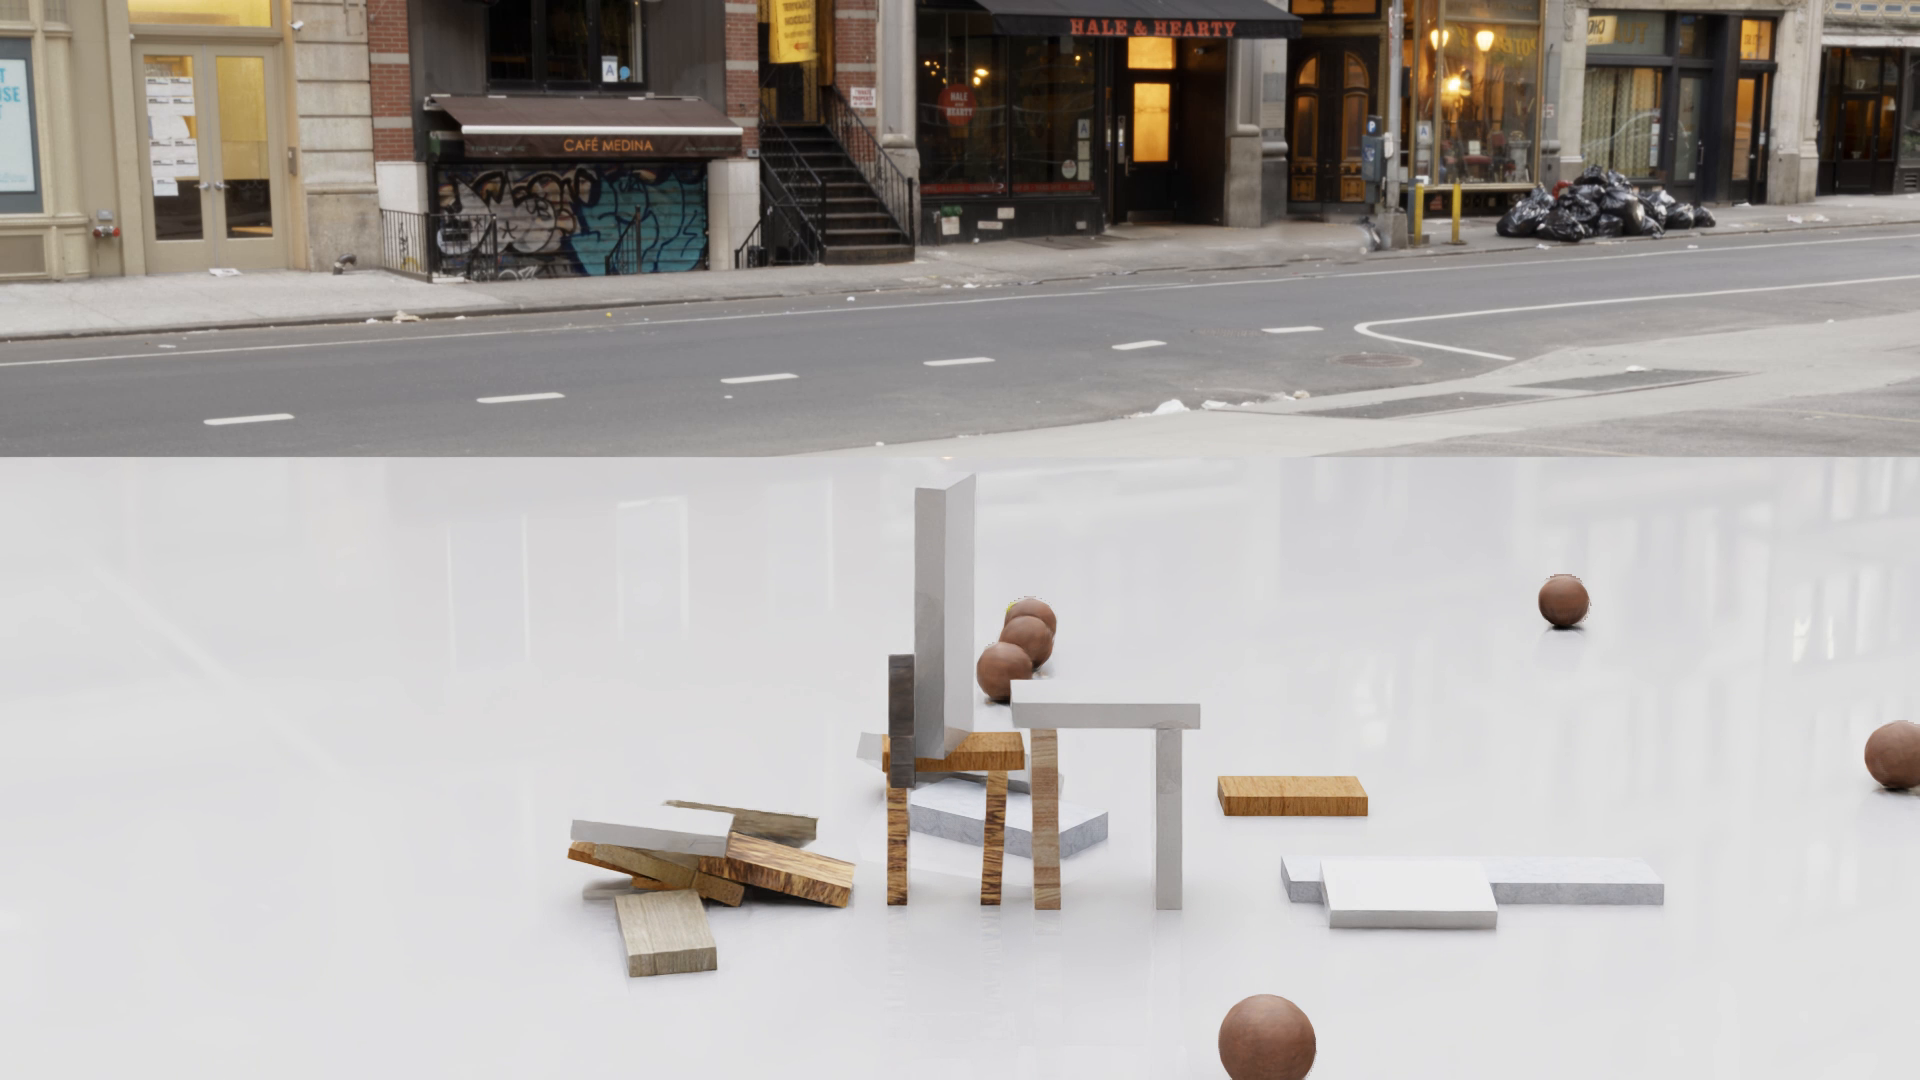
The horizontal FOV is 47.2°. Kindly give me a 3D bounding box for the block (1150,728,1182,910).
[{"bbox_3d":[0.342,0.440,3.641,0.043,0.303,0.152,-1,10,2],"label":"block"}]

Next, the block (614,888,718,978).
[{"bbox_3d":[-0.463,0.613,3.442,0.132,0.037,0.264,-3,11,-13],"label":"block"}]

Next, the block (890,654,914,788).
[{"bbox_3d":[-0.091,0.285,3.435,0.037,0.132,0.264,0,-23,-1],"label":"block"}]

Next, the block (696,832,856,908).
[{"bbox_3d":[-0.303,0.544,3.655,0.251,0.036,0.126,15,10,-1],"label":"block"}]

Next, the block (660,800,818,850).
[{"bbox_3d":[-0.391,0.493,3.790,0.264,0.037,0.132,10,-20,-17],"label":"block"}]

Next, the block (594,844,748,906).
[{"bbox_3d":[-0.473,0.533,3.655,0.251,0.036,0.126,19,10,-1],"label":"block"}]

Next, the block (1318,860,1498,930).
[{"bbox_3d":[0.722,0.573,3.555,0.265,0.037,0.132,0,28,1],"label":"block"}]

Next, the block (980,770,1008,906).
[{"bbox_3d":[0.058,0.476,3.648,0.033,0.230,0.115,3,11,1],"label":"block"}]

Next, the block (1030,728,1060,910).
[{"bbox_3d":[0.140,0.441,3.640,0.043,0.303,0.152,-1,11,1],"label":"block"}]

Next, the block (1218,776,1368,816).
[{"bbox_3d":[0.625,0.482,4.147,0.265,0.037,0.132,0,11,0],"label":"block"}]

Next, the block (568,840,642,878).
[{"bbox_3d":[-0.585,0.527,3.653,0.125,0.018,0.063,15,10,-2],"label":"block"}]

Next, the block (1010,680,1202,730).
[{"bbox_3d":[0.236,0.269,3.612,0.303,0.043,0.152,0,11,0],"label":"block"}]

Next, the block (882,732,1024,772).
[{"bbox_3d":[-0.012,0.348,3.616,0.230,0.033,0.115,-1,11,-2],"label":"block"}]

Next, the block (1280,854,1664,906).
[{"bbox_3d":[0.852,0.569,3.681,0.611,0.037,0.132,0,11,1],"label":"block"}]

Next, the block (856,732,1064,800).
[{"bbox_3d":[0.001,0.431,4.177,0.355,0.050,0.177,5,-16,26],"label":"block"}]

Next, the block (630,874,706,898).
[{"bbox_3d":[-0.481,0.568,3.662,0.125,0.018,0.063,10,10,-2],"label":"block"}]

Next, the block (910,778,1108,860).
[{"bbox_3d":[0.071,0.505,3.987,0.355,0.050,0.177,8,13,36],"label":"block"}]

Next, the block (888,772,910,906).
[{"bbox_3d":[-0.101,0.477,3.648,0.033,0.230,0.115,1,11,1],"label":"block"}]

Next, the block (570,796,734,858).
[{"bbox_3d":[-0.504,0.472,3.619,0.251,0.036,0.126,7,10,-1],"label":"block"}]

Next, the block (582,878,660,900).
[{"bbox_3d":[-0.563,0.581,3.667,0.125,0.018,0.063,0,11,0],"label":"block"}]

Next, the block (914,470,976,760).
[{"bbox_3d":[-0.024,0.118,3.562,0.050,0.438,0.177,3,11,15],"label":"block"}]
